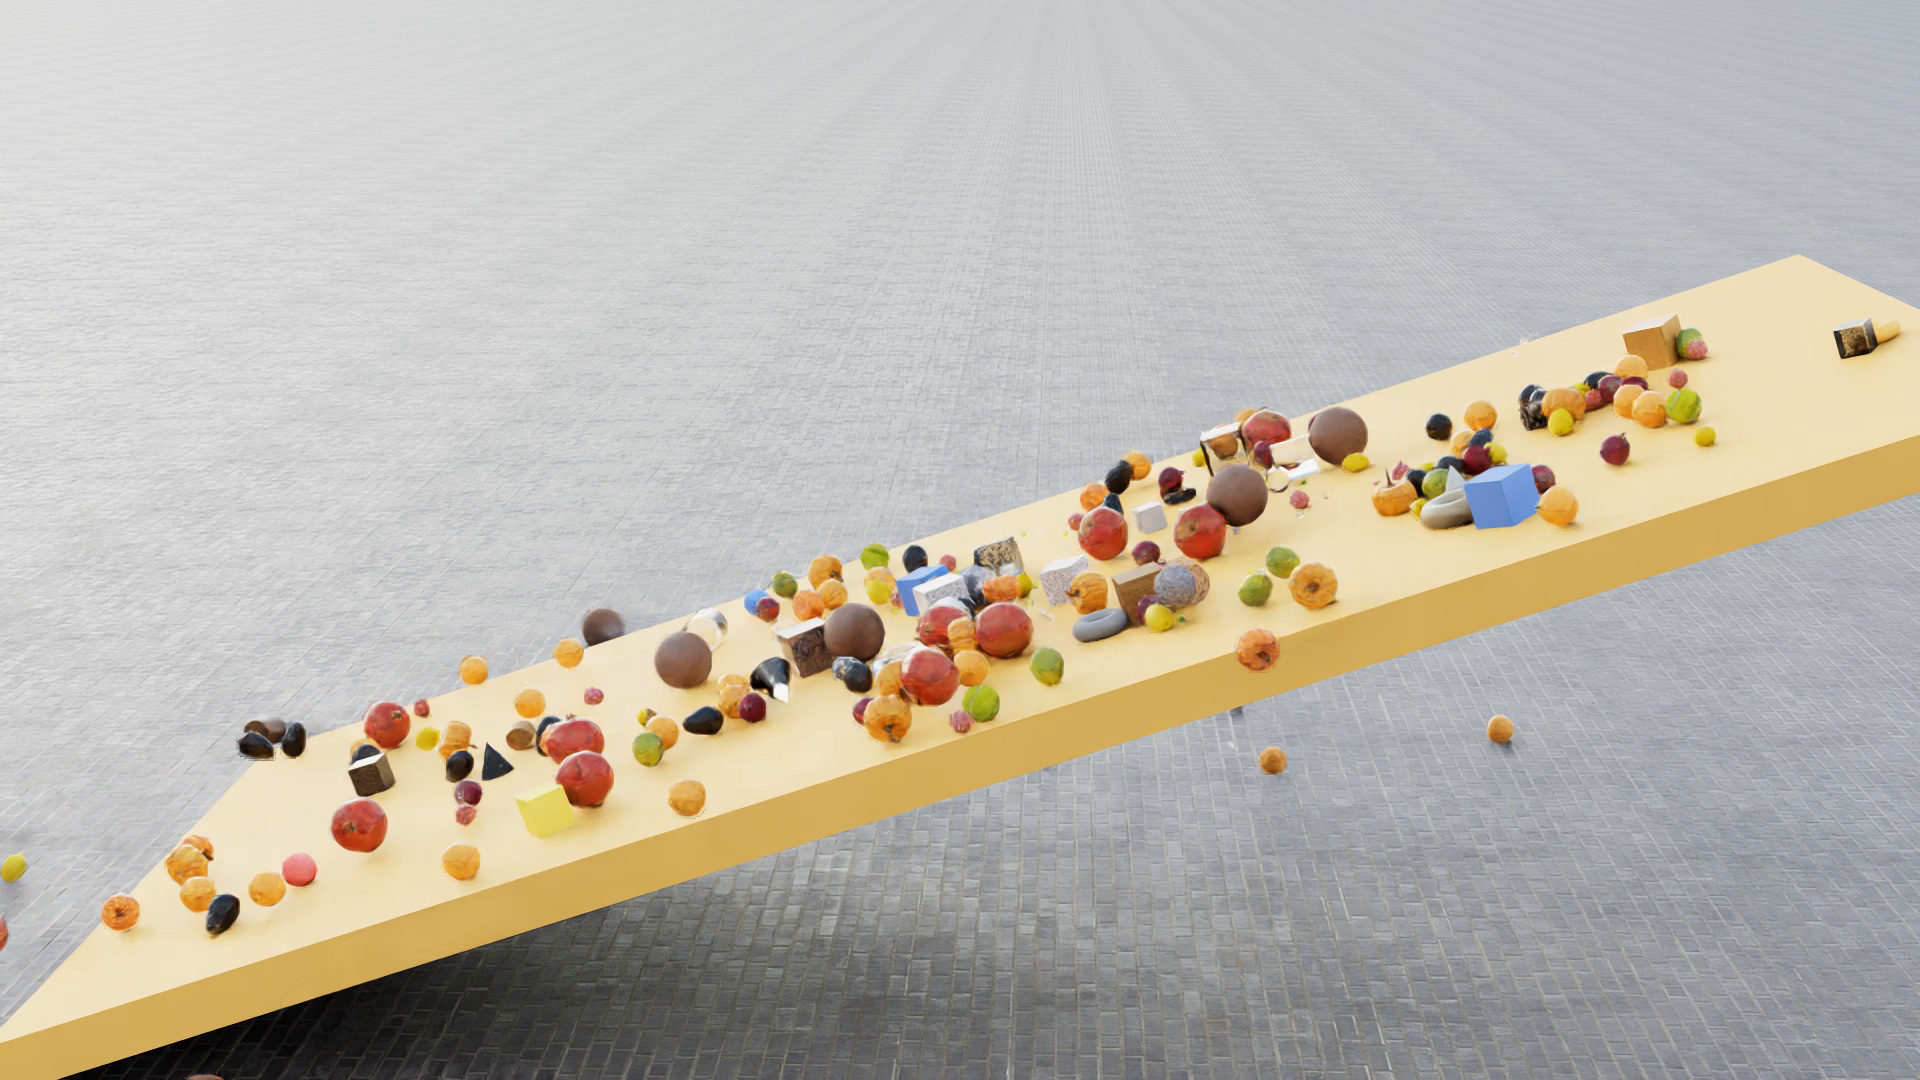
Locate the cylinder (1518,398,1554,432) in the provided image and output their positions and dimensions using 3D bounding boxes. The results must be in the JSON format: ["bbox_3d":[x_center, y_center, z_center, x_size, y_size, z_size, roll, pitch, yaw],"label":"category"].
[{"bbox_3d":[1.214,-0.263,6.197,0.054,0.054,0.054,-20,14,-4],"label":"cylinder"}]

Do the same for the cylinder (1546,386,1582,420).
[{"bbox_3d":[1.277,-0.289,6.216,0.055,0.055,0.055,-22,19,-17],"label":"cylinder"}]

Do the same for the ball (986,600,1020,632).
[{"bbox_3d":[0.087,0.156,6.011,0.067,0.067,0.067,0,12,0],"label":"ball"}]

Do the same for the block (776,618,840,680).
[{"bbox_3d":[-0.322,0.231,6.271,0.094,0.094,0.094,-22,11,-15],"label":"block"}]

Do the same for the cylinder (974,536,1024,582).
[{"bbox_3d":[0.085,0.046,6.511,0.087,0.087,0.087,-16,8,14],"label":"cylinder"}]

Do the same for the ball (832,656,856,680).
[{"bbox_3d":[-0.240,0.265,6.077,0.050,0.050,0.050,0,12,0],"label":"ball"}]

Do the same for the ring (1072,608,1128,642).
[{"bbox_3d":[0.272,0.166,5.725,0.114,0.038,0.114,-18,12,4],"label":"ring"}]

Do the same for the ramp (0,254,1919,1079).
[{"bbox_3d":[0.106,0.181,6.306,4.000,0.100,2.000,-18,11,6],"label":"ramp"}]

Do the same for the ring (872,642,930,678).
[{"bbox_3d":[-0.120,0.245,5.998,0.123,0.041,0.123,-19,12,4],"label":"ring"}]

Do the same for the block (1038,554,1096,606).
[{"bbox_3d":[0.224,0.084,6.110,0.076,0.076,0.076,-12,13,32],"label":"block"}]

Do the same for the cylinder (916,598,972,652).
[{"bbox_3d":[-0.033,0.175,6.062,0.090,0.090,0.090,4,18,17],"label":"cylinder"}]

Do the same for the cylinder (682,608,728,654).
[{"bbox_3d":[-0.594,0.213,6.841,0.088,0.088,0.088,3,16,12],"label":"cylinder"}]

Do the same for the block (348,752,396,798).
[{"bbox_3d":[-1.314,0.527,6.571,0.069,0.069,0.069,-17,11,11],"label":"block"}]

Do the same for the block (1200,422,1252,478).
[{"bbox_3d":[0.619,-0.209,6.852,0.092,0.092,0.092,-17,11,13],"label":"block"}]

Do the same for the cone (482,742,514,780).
[{"bbox_3d":[-1.005,0.467,6.317,0.076,0.076,0.076,-18,11,4],"label":"cone"}]

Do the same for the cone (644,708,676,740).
[{"bbox_3d":[-0.626,0.388,6.179,0.068,0.068,0.068,6,11,-10],"label":"cone"}]

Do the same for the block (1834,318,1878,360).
[{"bbox_3d":[1.792,-0.403,5.885,0.060,0.060,0.060,-11,13,37],"label":"block"}]

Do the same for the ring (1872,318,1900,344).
[{"bbox_3d":[1.849,-0.420,5.940,0.100,0.033,0.100,-20,10,4],"label":"ring"}]

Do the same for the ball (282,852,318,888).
[{"bbox_3d":[-1.328,0.663,5.914,0.070,0.070,0.070,0,12,0],"label":"ball"}]

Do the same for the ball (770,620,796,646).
[{"bbox_3d":[-0.393,0.209,6.594,0.060,0.060,0.060,0,12,0],"label":"ball"}]

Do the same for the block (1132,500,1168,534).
[{"bbox_3d":[0.420,-0.049,6.493,0.055,0.055,0.055,-20,11,-8],"label":"block"}]

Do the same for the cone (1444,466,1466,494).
[{"bbox_3d":[0.976,-0.113,5.791,0.078,0.078,0.078,-18,11,4],"label":"cone"}]

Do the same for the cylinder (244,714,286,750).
[{"bbox_3d":[-1.770,0.488,7.491,0.076,0.076,0.076,5,10,22],"label":"cylinder"}]

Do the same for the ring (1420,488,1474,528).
[{"bbox_3d":[0.954,-0.062,5.661,0.140,0.047,0.140,-20,10,4],"label":"ring"}]

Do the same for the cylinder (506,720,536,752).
[{"bbox_3d":[-0.967,0.430,6.475,0.054,0.054,0.054,1,15,3],"label":"cylinder"}]

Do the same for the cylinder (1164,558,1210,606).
[{"bbox_3d":[0.440,0.080,5.742,0.082,0.082,0.082,-2,9,-7],"label":"cylinder"}]

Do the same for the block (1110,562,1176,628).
[{"bbox_3d":[0.358,0.106,5.736,0.090,0.090,0.090,-20,11,-4],"label":"block"}]

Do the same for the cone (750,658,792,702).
[{"bbox_3d":[-0.375,0.310,6.100,0.096,0.096,0.096,-5,33,-24],"label":"cone"}]

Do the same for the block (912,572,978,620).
[{"bbox_3d":[-0.033,0.134,6.259,0.093,0.093,0.093,-22,11,-14],"label":"block"}]

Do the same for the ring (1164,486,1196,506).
[{"bbox_3d":[0.500,-0.101,6.693,0.079,0.026,0.079,-18,9,3],"label":"ring"}]

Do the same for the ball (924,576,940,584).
[{"bbox_3d":[-0.046,0.120,6.376,0.084,0.084,0.084,0,12,0],"label":"ball"}]

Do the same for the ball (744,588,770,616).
[{"bbox_3d":[-0.485,0.150,7.036,0.065,0.065,0.065,0,12,0],"label":"ball"}]

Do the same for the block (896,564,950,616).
[{"bbox_3d":[-0.073,0.111,6.465,0.084,0.084,0.084,-28,14,-39],"label":"block"}]

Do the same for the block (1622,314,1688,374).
[{"bbox_3d":[1.513,-0.427,6.396,0.092,0.092,0.092,-10,14,39],"label":"block"}]

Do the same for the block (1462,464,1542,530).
[{"bbox_3d":[1.020,-0.082,5.525,0.091,0.091,0.091,-27,13,-37],"label":"block"}]

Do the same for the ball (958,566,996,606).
[{"bbox_3d":[0.033,0.099,6.333,0.089,0.089,0.089,0,12,0],"label":"ball"}]

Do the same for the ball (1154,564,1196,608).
[{"bbox_3d":[0.407,0.088,5.563,0.081,0.081,0.081,0,12,0],"label":"ball"}]

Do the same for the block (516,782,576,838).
[{"bbox_3d":[-0.802,0.522,5.690,0.077,0.077,0.077,-24,12,-22],"label":"block"}]

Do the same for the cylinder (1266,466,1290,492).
[{"bbox_3d":[0.697,-0.133,6.447,0.050,0.050,0.050,3,-5,12],"label":"cylinder"}]
